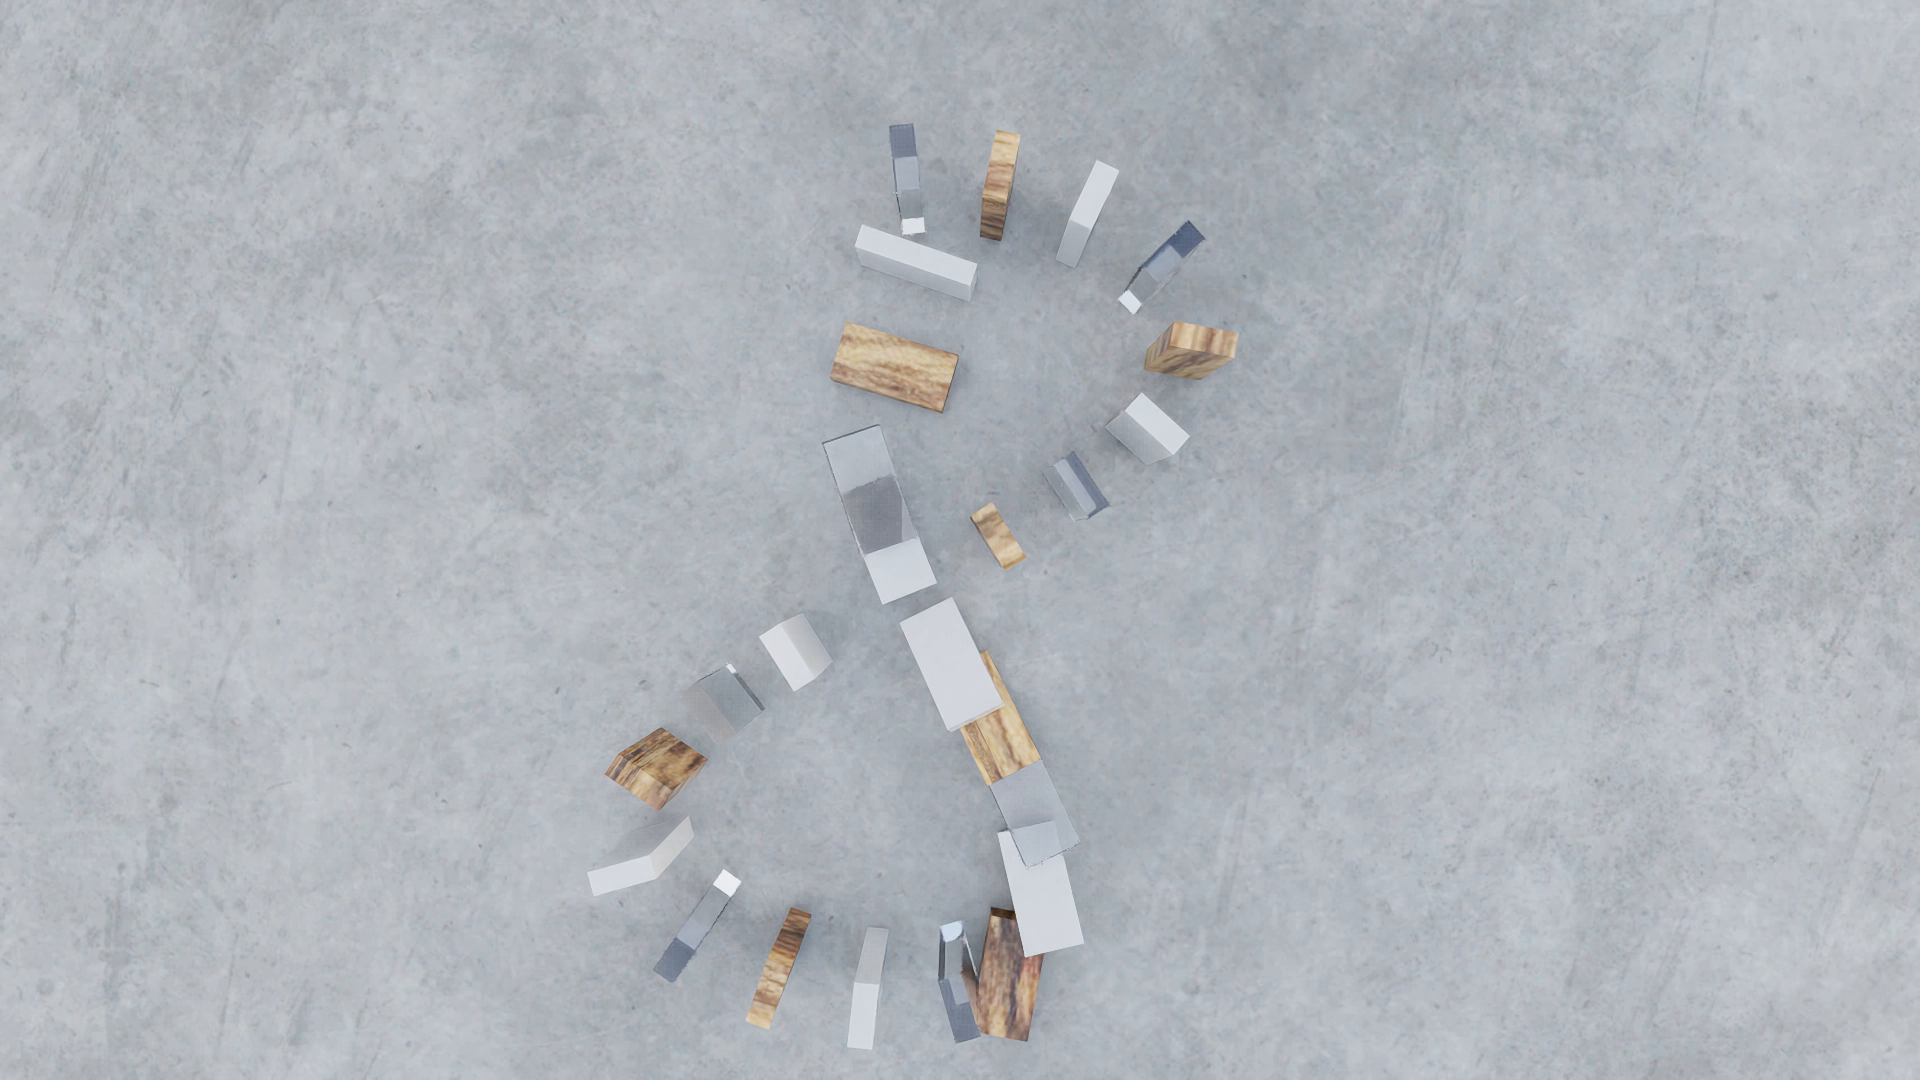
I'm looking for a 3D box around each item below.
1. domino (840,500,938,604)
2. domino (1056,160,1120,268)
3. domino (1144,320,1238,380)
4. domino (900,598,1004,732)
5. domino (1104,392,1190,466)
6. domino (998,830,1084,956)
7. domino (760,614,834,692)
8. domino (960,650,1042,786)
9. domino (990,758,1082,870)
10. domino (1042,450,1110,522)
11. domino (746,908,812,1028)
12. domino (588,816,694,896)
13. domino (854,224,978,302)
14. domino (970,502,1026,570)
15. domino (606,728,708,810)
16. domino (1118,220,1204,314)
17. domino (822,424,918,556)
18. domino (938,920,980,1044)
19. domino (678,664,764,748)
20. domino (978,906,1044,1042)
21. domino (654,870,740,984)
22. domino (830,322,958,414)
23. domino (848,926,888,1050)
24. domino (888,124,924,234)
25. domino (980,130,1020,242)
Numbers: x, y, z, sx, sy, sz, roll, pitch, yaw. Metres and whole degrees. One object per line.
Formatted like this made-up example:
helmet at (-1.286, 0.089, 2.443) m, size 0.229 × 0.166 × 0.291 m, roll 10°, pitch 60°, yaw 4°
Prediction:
domino at (-0.031, 0.000, 0.395) m, size 0.025 × 0.009 × 0.050 m, roll -22°, pitch 90°, yaw 0°
domino at (0.051, -0.132, 0.375) m, size 0.010 × 0.050 × 0.025 m, roll 25°, pitch 90°, yaw 0°
domino at (0.093, -0.077, 0.375) m, size 0.025 × 0.050 × 0.010 m, roll 11°, pitch 90°, yaw 0°
domino at (-0.004, 0.052, 0.387) m, size 0.025 × 0.010 × 0.050 m, roll -26°, pitch 69°, yaw 0°
domino at (0.075, -0.045, 0.375) m, size 0.025 × 0.050 × 0.010 m, roll 42°, pitch 90°, yaw 0°
domino at (0.034, 0.147, 0.389) m, size 0.025 × 0.010 × 0.050 m, roll -13°, pitch 75°, yaw 0°
domino at (-0.066, 0.045, 0.375) m, size 0.009 × 0.050 × 0.025 m, roll -33°, pitch 90°, yaw 0°
domino at (0.012, 0.075, 0.389) m, size 0.025 × 0.010 × 0.050 m, roll -27°, pitch 75°, yaw 0°
domino at (0.029, 0.110, 0.389) m, size 0.025 × 0.010 × 0.050 m, roll -26°, pitch 74°, yaw 0°
domino at (0.046, -0.021, 0.375) m, size 0.010 × 0.050 × 0.025 m, roll -34°, pitch 90°, yaw 0°
domino at (-0.073, 0.174, 0.375) m, size 0.009 × 0.050 × 0.025 m, roll 20°, pitch 90°, yaw 0°
domino at (-0.129, 0.128, 0.375) m, size 0.025 × 0.050 × 0.009 m, roll -16°, pitch 90°, yaw 0°
domino at (-0.018, -0.117, 0.388) m, size 0.050 × 0.025 × 0.009 m, roll 19°, pitch 90°, yaw 0°
domino at (0.015, -0.001, 0.375) m, size 0.009 × 0.050 × 0.025 m, roll -32°, pitch 90°, yaw 0°
domino at (-0.123, 0.093, 0.375) m, size 0.025 × 0.050 × 0.009 m, roll 34°, pitch 90°, yaw 0°
domino at (0.081, -0.110, 0.375) m, size 0.025 × 0.050 × 0.009 m, roll -44°, pitch 90°, yaw 0°
domino at (-0.038, -0.021, 0.386) m, size 0.025 × 0.009 × 0.050 m, roll -19°, pitch 90°, yaw 0°
domino at (0.000, 0.179, 0.375) m, size 0.009 × 0.050 × 0.025 m, roll -16°, pitch 90°, yaw 0°
domino at (-0.096, 0.067, 0.375) m, size 0.010 × 0.050 × 0.025 m, roll -38°, pitch 90°, yaw 0°
domino at (0.021, 0.187, 0.395) m, size 0.025 × 0.009 × 0.050 m, roll 11°, pitch 90°, yaw 0°
domino at (-0.106, 0.157, 0.375) m, size 0.010 × 0.050 × 0.025 m, roll 35°, pitch 90°, yaw 0°
domino at (-0.028, -0.074, 0.395) m, size 0.050 × 0.010 × 0.025 m, roll 17°, pitch 90°, yaw 0°
domino at (-0.037, 0.182, 0.375) m, size 0.010 × 0.050 × 0.025 m, roll 6°, pitch 90°, yaw 0°
domino at (-0.021, -0.146, 0.375) m, size 0.009 × 0.050 × 0.025 m, roll -6°, pitch 90°, yaw 0°
domino at (0.016, -0.144, 0.375) m, size 0.009 × 0.050 × 0.025 m, roll 12°, pitch 90°, yaw 0°
